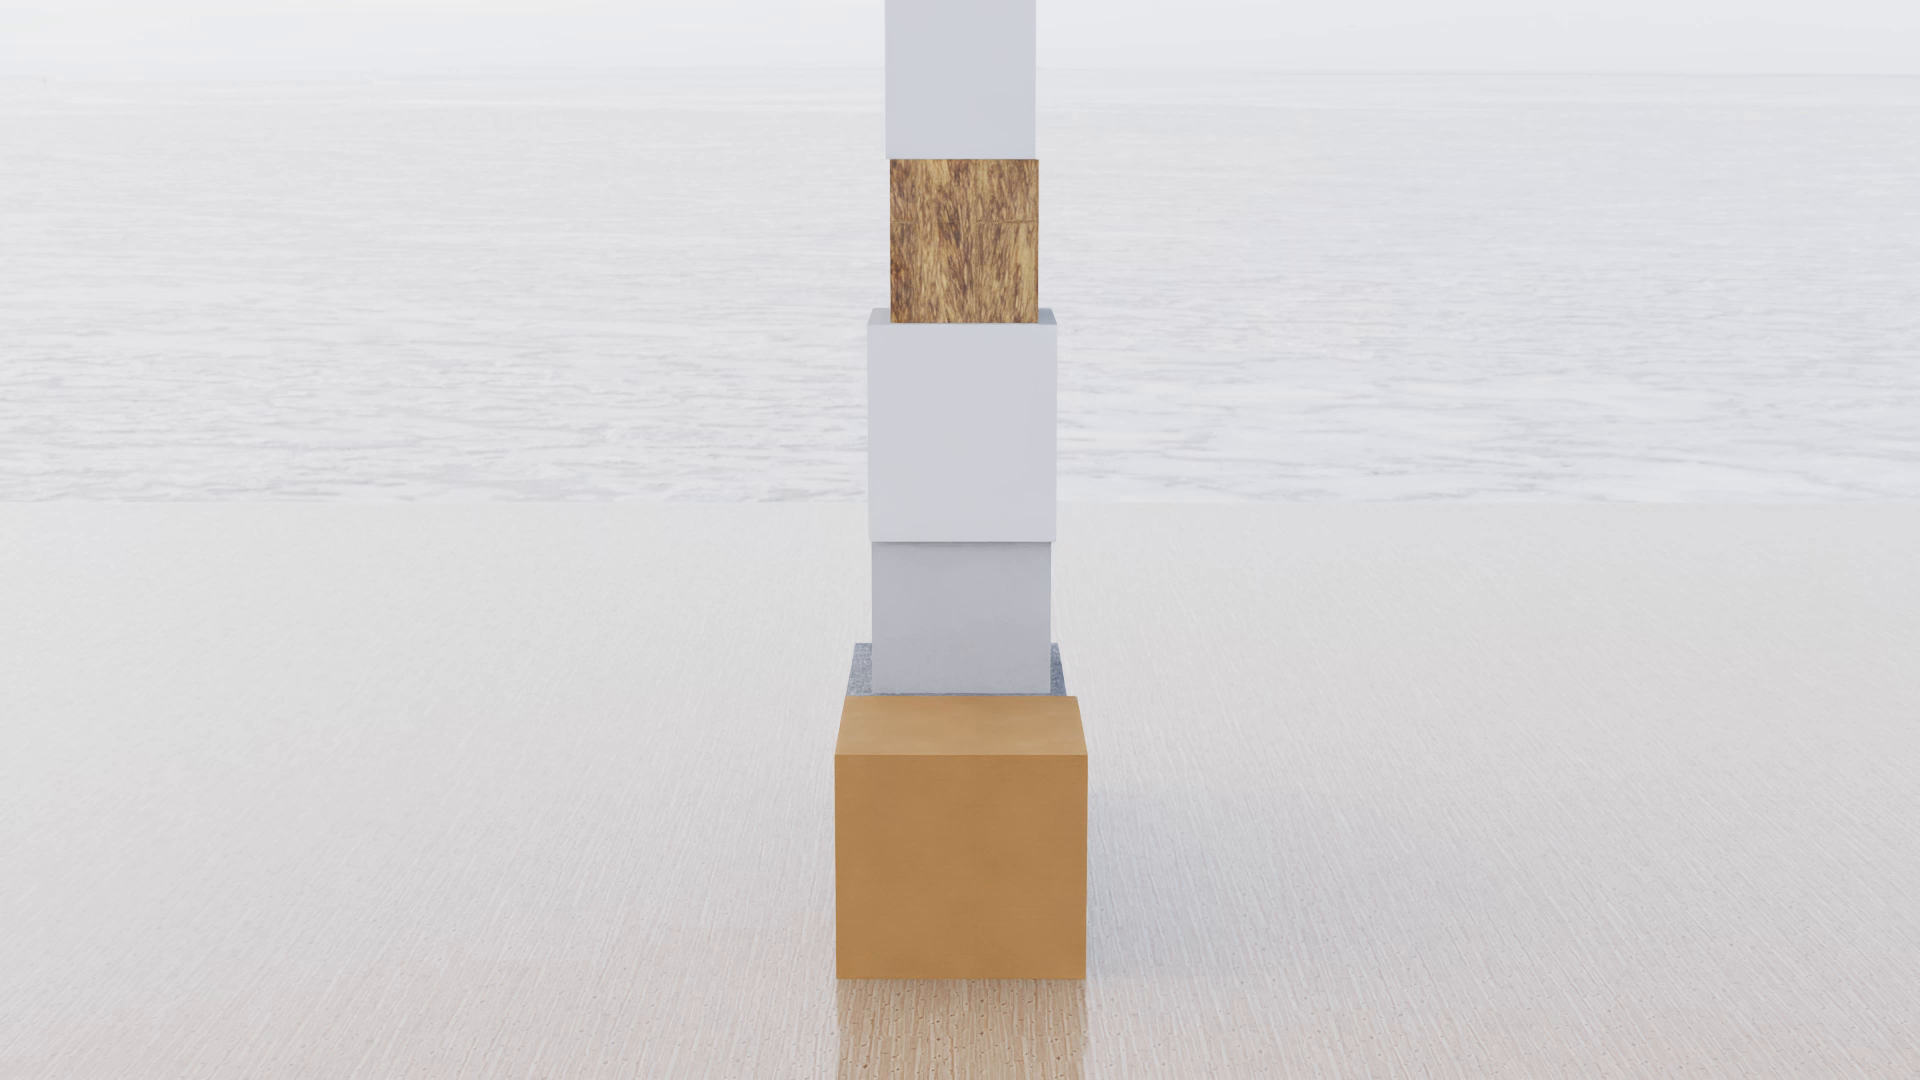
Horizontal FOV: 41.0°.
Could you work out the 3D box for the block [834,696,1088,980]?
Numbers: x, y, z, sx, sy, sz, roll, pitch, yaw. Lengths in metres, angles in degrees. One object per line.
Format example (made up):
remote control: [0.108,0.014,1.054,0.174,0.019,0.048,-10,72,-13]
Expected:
block: [0.004,1.192,10.469,0.981,0.909,0.959,0,10,0]

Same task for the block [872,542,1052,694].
block: [0.006,0.263,11.228,0.759,0.664,0.711,0,10,0]

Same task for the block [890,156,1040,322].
block: [0.018,-1.294,10.945,0.616,0.676,0.620,0,10,0]

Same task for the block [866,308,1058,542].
block: [0.009,-0.512,11.087,0.790,0.912,0.788,0,10,0]

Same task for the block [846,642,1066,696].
block: [-0.016,1.014,11.469,0.940,0.901,1.052,0,10,0]

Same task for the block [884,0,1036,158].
block: [0.002,-1.953,10.825,0.620,0.666,0.577,0,10,0]
